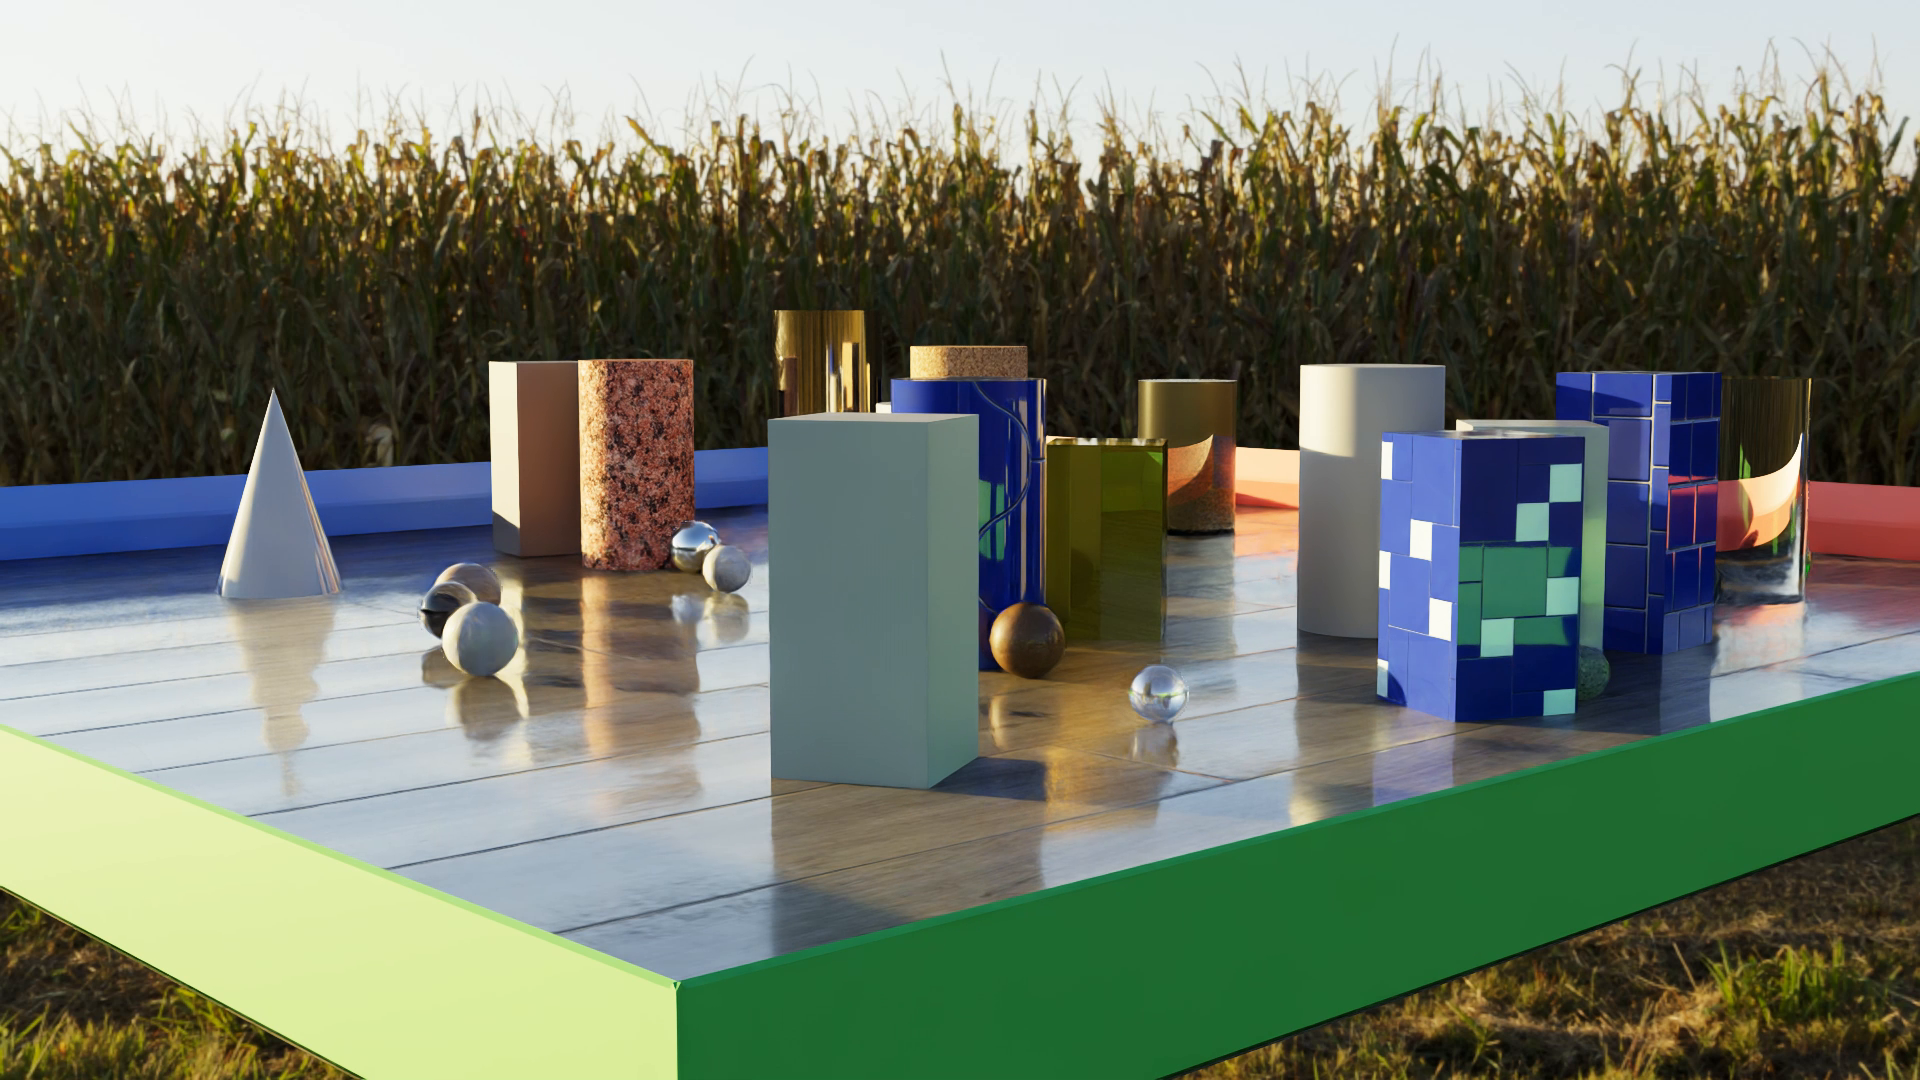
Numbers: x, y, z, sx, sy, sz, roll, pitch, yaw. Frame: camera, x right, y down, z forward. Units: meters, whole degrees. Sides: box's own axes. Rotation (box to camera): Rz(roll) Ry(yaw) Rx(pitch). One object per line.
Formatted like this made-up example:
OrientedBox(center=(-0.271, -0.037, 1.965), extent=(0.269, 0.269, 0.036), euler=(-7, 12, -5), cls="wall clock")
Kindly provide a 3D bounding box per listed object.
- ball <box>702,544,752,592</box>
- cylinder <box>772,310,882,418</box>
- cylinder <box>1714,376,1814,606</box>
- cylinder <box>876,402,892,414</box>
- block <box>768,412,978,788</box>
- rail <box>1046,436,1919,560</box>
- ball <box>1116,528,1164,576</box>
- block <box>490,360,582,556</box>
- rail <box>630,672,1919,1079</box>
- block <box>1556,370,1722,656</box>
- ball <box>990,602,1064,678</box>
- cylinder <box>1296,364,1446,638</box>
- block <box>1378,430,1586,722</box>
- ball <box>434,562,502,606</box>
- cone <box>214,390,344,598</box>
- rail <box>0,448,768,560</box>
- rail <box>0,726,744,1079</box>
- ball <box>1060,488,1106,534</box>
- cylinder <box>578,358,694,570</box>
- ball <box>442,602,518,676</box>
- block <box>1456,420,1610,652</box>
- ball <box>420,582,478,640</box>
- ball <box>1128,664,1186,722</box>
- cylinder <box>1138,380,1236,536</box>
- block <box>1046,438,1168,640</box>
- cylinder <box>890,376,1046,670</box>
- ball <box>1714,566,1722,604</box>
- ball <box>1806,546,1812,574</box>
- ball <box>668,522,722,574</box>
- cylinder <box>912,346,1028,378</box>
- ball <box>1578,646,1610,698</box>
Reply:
OrientedBox(center=(-0.369, 0.046, 3.482), extent=(0.076, 0.076, 0.076), euler=(0, 6, 0), cls="ball")
OrientedBox(center=(-0.239, -0.192, 3.987), extent=(0.199, 0.445, 0.199), euler=(0, 6, 0), cls="cylinder")
OrientedBox(center=(1.213, -0.081, 3.415), extent=(0.199, 0.342, 0.199), euler=(0, 6, 0), cls="cylinder")
OrientedBox(center=(-0.024, -0.046, 3.239), extent=(0.199, 0.309, 0.199), euler=(0, 6, 0), cls="cylinder")
OrientedBox(center=(-0.081, 0.052, 2.136), extent=(0.159, 0.343, 0.159), euler=(2, 6, 18), cls="block")
OrientedBox(center=(1.205, -0.082, 4.438), extent=(0.045, 0.129, 3.213), euler=(-5, 8, -42), cls="rail")
OrientedBox(center=(0.304, 0.019, 3.714), extent=(0.081, 0.081, 0.081), euler=(0, 6, 0), cls="ball")
OrientedBox(center=(-0.769, -0.155, 4.083), extent=(0.159, 0.350, 0.159), euler=(-3, 7, -29), cls="block")
OrientedBox(center=(1.073, 0.154, 2.175), extent=(3.326, 0.129, 0.045), euler=(-5, 8, -42), cls="rail")
OrientedBox(center=(0.904, -0.042, 2.944), extent=(0.159, 0.362, 0.159), euler=(5, 8, 41), cls="block")
OrientedBox(center=(0.082, 0.121, 2.681), extent=(0.092, 0.092, 0.092), euler=(0, 6, 0), cls="ball")
OrientedBox(center=(0.575, -0.060, 3.082), extent=(0.199, 0.368, 0.199), euler=(0, 6, 0), cls="cylinder")
OrientedBox(center=(0.583, 0.035, 2.474), extent=(0.159, 0.307, 0.159), euler=(-2, 6, -21), cls="block")
OrientedBox(center=(-0.691, 0.079, 3.079), extent=(0.094, 0.094, 0.094), euler=(0, 6, 0), cls="ball")
OrientedBox(center=(-1.085, -0.080, 3.494), extent=(0.199, 0.324, 0.199), euler=(0, 6, 0), cls="cone")
OrientedBox(center=(-1.073, -0.087, 4.489), extent=(3.326, 0.129, 0.045), euler=(-5, 8, -42), cls="rail")
OrientedBox(center=(-1.205, 0.149, 2.226), extent=(0.045, 0.129, 3.213), euler=(-5, 8, -42), cls="rail")
OrientedBox(center=(0.246, -0.059, 4.416), extent=(0.091, 0.091, 0.091), euler=(0, 6, 0), cls="ball")
OrientedBox(center=(-0.567, -0.137, 3.868), extent=(0.199, 0.358, 0.199), euler=(0, 6, 0), cls="cylinder")
OrientedBox(center=(-0.585, 0.121, 2.686), extent=(0.091, 0.091, 0.091), euler=(0, 6, 0), cls="ball")
OrientedBox(center=(0.698, 0.010, 2.706), extent=(0.159, 0.308, 0.159), euler=(1, 6, 6), cls="block")
OrientedBox(center=(-0.689, 0.096, 2.972), extent=(0.081, 0.081, 0.081), euler=(0, 6, 0), cls="ball")
OrientedBox(center=(0.215, 0.167, 2.387), extent=(0.062, 0.062, 0.062), euler=(0, 6, 0), cls="ball")
OrientedBox(center=(0.459, -0.170, 4.447), extent=(0.199, 0.304, 0.199), euler=(0, 6, 0), cls="cylinder")
OrientedBox(center=(0.204, -0.004, 3.051), extent=(0.159, 0.265, 0.159), euler=(1, 6, 8), cls="block")
OrientedBox(center=(0.011, -0.027, 2.816), extent=(0.199, 0.358, 0.199), euler=(0, 6, 0), cls="cylinder")
OrientedBox(center=(1.073, 0.066, 3.230), extent=(0.088, 0.088, 0.088), euler=(0, 6, 0), cls="ball")
OrientedBox(center=(1.335, 0.032, 3.565), extent=(0.085, 0.085, 0.085), euler=(0, 6, 0), cls="ball")
OrientedBox(center=(-0.448, 0.013, 3.726), extent=(0.090, 0.090, 0.090), euler=(0, 6, 0), cls="ball")
OrientedBox(center=(0.016, -0.138, 3.754), extent=(0.199, 0.384, 0.199), euler=(0, 6, 0), cls="cylinder")
OrientedBox(center=(0.717, 0.152, 2.532), extent=(0.062, 0.062, 0.062), euler=(0, 6, 0), cls="ball")
